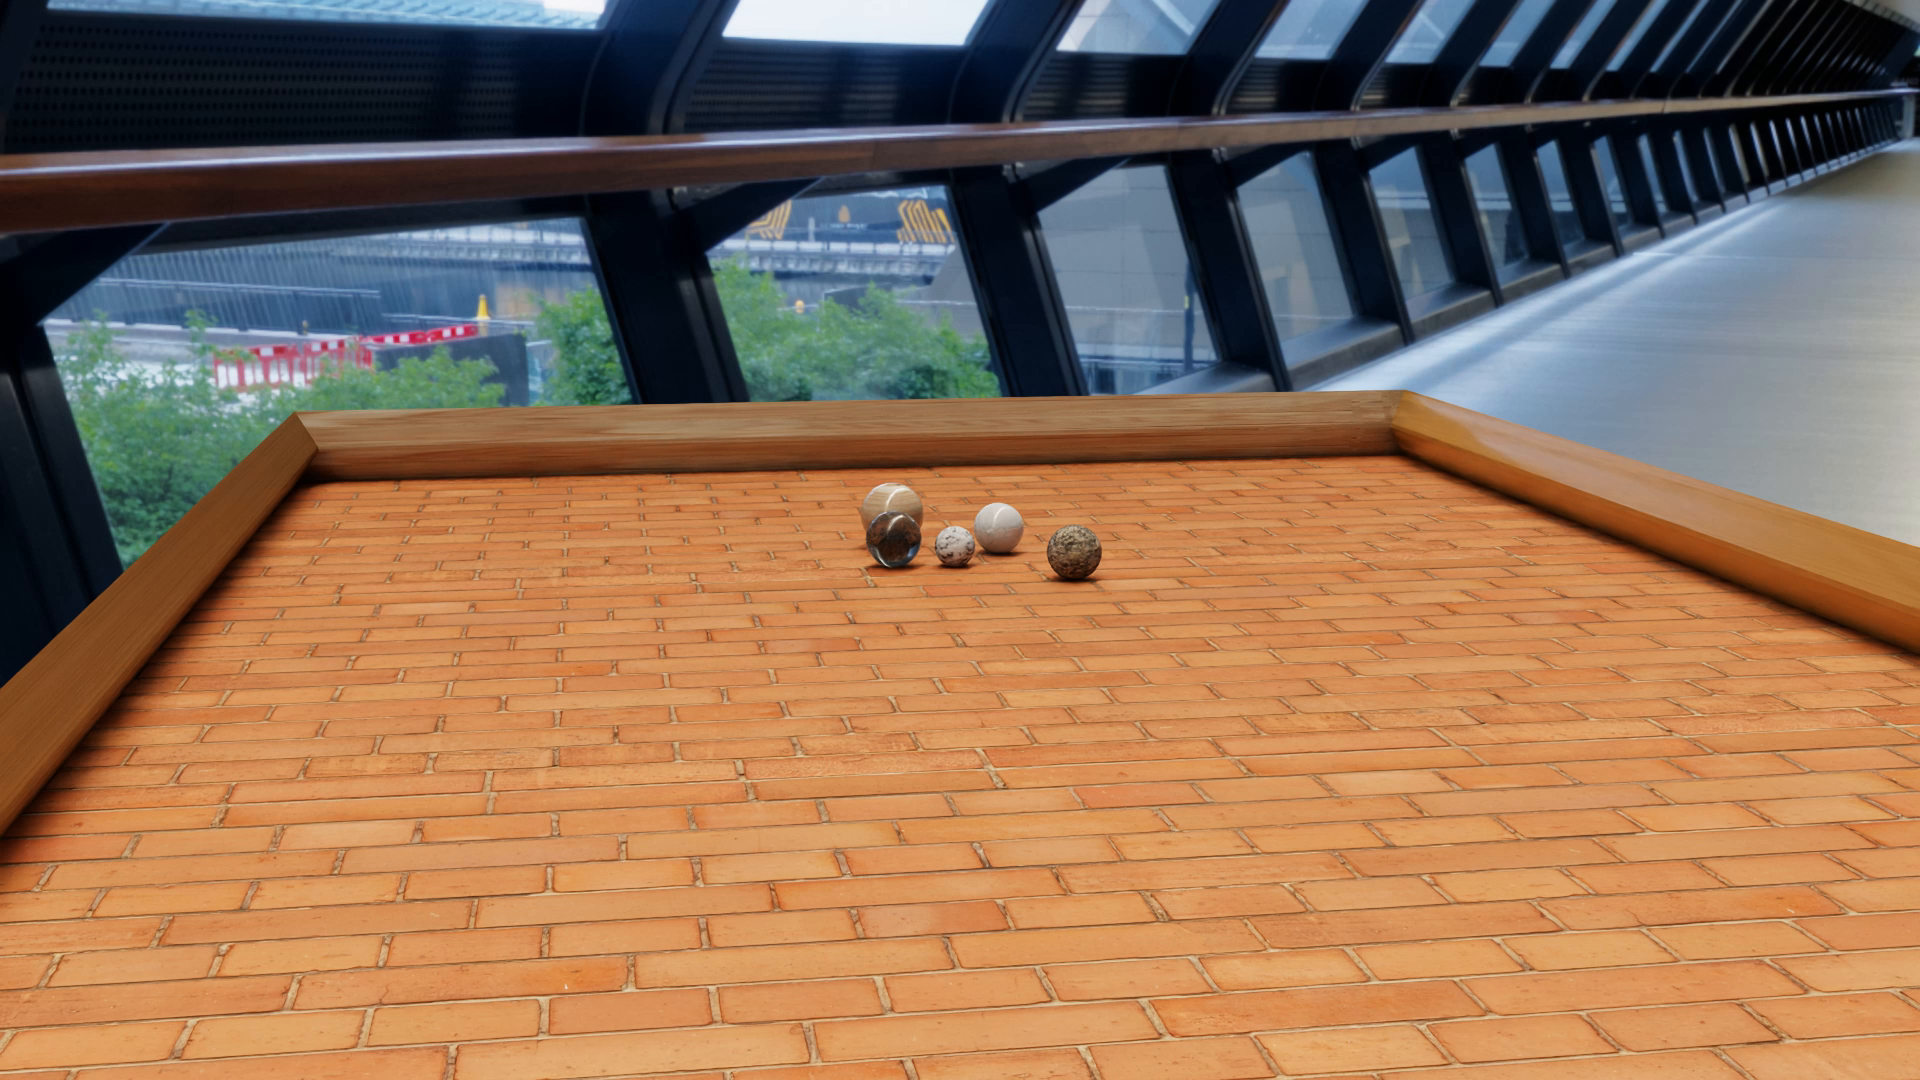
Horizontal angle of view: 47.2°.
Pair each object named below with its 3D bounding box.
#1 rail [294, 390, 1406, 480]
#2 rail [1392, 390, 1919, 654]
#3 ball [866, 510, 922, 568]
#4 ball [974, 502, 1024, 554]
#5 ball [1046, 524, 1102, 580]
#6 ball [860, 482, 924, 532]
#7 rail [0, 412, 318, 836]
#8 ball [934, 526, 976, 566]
[{"bbox_3d":[-0.165,-0.202,4.240,2.164,0.130,0.045,-2,11,-9],"label":"rail"},{"bbox_3d":[1.212,0.125,2.457,0.045,0.130,4.079,-2,11,-9],"label":"rail"},{"bbox_3d":[-0.099,-0.002,3.278,0.084,0.084,0.084,0,10,0],"label":"ball"},{"bbox_3d":[0.059,-0.018,3.382,0.079,0.079,0.079,0,10,0],"label":"ball"},{"bbox_3d":[0.166,0.018,3.184,0.080,0.080,0.080,0,10,0],"label":"ball"},{"bbox_3d":[-0.106,-0.040,3.444,0.100,0.100,0.100,0,10,0],"label":"ball"},{"bbox_3d":[-0.875,0.188,2.113,0.045,0.130,4.079,-2,11,-9],"label":"rail"},{"bbox_3d":[-0.008,0.010,3.282,0.061,0.061,0.061,0,10,0],"label":"ball"}]
